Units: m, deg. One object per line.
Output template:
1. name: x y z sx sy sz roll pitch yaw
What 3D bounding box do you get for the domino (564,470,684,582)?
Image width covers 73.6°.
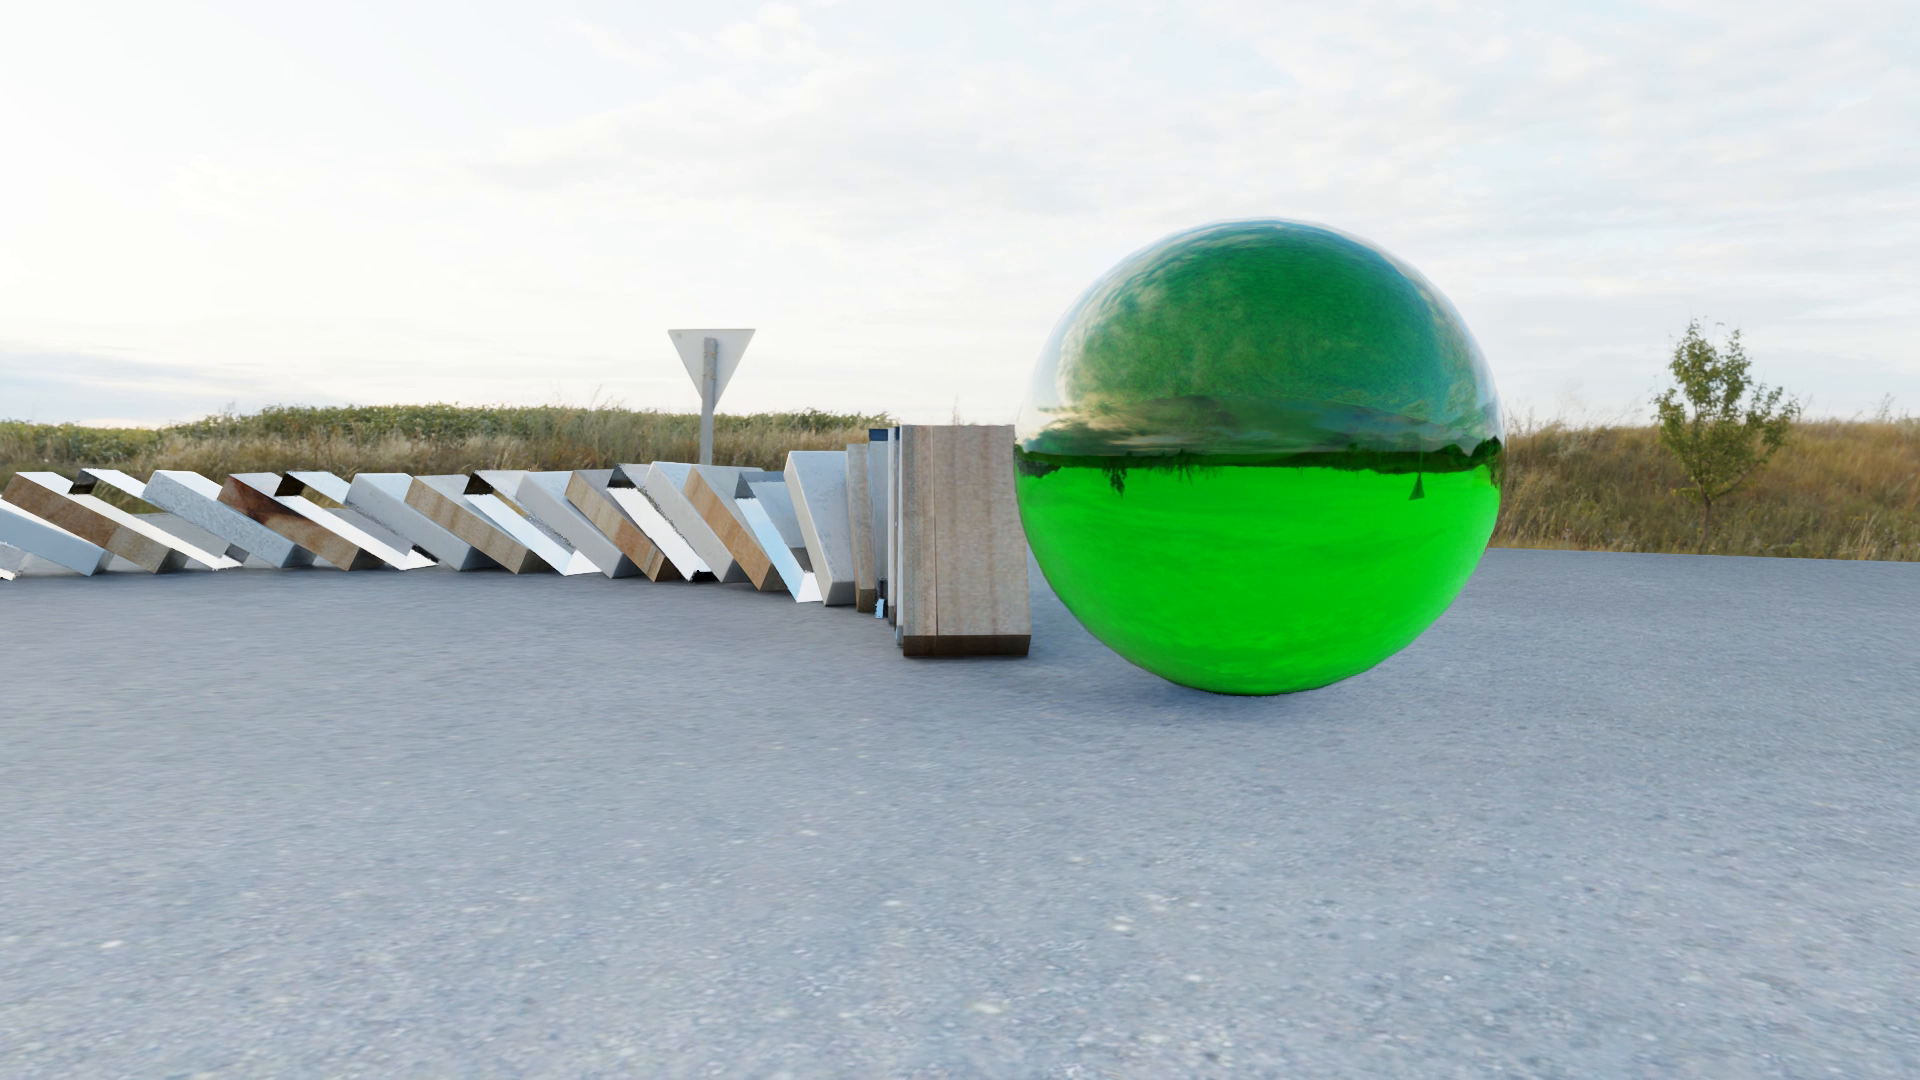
1. domino: -0.102 -0.006 0.414 0.050 0.009 0.025 39 24 27

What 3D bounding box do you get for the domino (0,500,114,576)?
1. domino: -0.302 -0.004 0.413 0.050 0.010 0.025 28 -7 -23

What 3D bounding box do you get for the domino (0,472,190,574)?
1. domino: -0.284 -0.006 0.424 0.050 0.010 0.025 29 -3 -13

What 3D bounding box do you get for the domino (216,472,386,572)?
1. domino: -0.223 -0.007 0.439 0.050 0.009 0.025 29 5 0

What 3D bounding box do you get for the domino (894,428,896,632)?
1. domino: -0.003 -0.003 0.301 0.025 0.050 0.009 0 -31 -3

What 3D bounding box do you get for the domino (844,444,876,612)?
1. domino: -0.016 -0.004 0.339 0.025 0.050 0.010 -1 -40 -10

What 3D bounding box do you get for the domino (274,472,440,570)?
1. domino: -0.204 -0.007 0.439 0.050 0.009 0.025 29 5 3

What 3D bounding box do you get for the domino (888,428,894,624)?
1. domino: -0.005 -0.004 0.312 0.025 0.050 0.010 0 -31 -3

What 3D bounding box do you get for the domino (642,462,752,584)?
1. domino: -0.074 -0.006 0.395 0.025 0.009 0.050 1 35 -48

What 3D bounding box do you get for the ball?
1. ball: 0.049 -0.014 0.216 0.080 0.080 0.080 0 4 0

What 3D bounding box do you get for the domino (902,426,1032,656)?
1. domino: 0.001 -0.001 0.266 0.025 0.050 0.009 0 -30 -3

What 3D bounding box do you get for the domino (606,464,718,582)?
1. domino: -0.087 -0.006 0.406 0.050 0.009 0.025 43 26 30

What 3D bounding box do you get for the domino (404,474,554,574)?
1. domino: -0.160 -0.006 0.435 0.050 0.010 0.025 30 12 14

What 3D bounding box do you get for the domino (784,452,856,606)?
1. domino: -0.030 -0.004 0.353 0.025 0.009 0.050 -2 46 -24

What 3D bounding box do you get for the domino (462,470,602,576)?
1. domino: -0.139 -0.007 0.431 0.050 0.009 0.025 34 16 20

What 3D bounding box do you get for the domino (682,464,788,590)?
1. domino: -0.060 -0.004 0.382 0.025 0.009 0.050 0 36 -44

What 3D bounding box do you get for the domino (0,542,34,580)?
1. domino: -0.320 -0.003 0.401 0.050 0.009 0.025 27 -9 -28

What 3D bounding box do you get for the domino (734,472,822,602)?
1. domino: -0.044 -0.002 0.367 0.025 0.009 0.050 -3 37 -33

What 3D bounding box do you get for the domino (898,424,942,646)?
1. domino: -0.001 -0.002 0.278 0.025 0.050 0.010 1 -31 -2

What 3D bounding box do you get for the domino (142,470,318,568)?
1. domino: -0.246 -0.007 0.436 0.050 0.009 0.025 29 -1 -5

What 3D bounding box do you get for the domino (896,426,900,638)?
1. domino: -0.002 -0.002 0.289 0.025 0.050 0.010 0 -31 -3

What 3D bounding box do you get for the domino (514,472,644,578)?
1. domino: -0.120 -0.006 0.423 0.050 0.009 0.025 35 20 24

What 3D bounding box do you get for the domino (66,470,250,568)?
1. domino: -0.267 -0.007 0.430 0.050 0.009 0.025 29 -3 -10

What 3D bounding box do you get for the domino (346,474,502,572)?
1. domino: -0.181 -0.007 0.440 0.050 0.009 0.025 30 10 12

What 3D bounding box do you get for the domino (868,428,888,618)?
1. domino: -0.010 -0.005 0.325 0.025 0.050 0.009 -1 -31 -8
